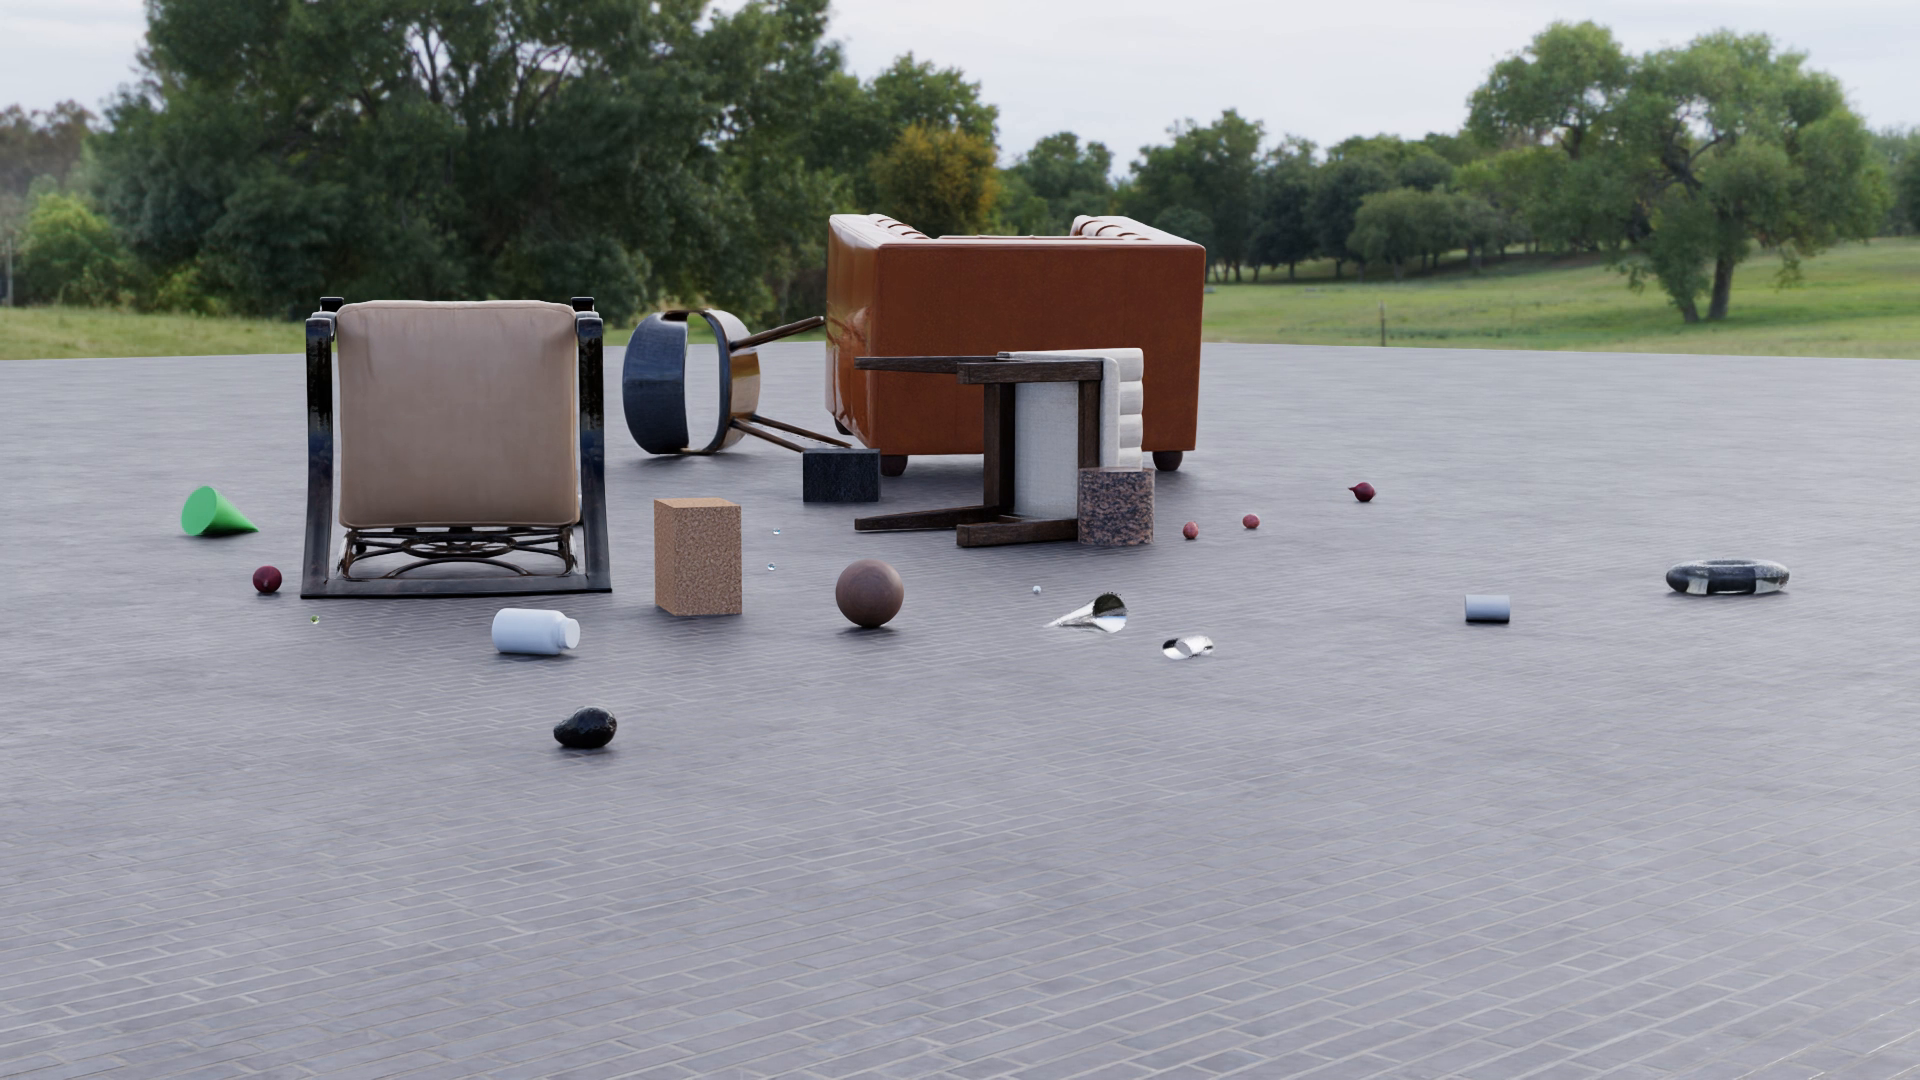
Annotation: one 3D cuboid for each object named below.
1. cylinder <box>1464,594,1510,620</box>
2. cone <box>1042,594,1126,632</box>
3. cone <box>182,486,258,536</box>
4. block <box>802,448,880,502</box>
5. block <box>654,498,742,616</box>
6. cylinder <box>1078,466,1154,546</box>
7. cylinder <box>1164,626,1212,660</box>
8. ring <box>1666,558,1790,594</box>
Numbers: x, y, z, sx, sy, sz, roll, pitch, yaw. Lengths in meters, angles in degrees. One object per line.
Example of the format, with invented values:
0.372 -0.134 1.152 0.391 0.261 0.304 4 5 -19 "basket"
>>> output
1.011 0.130 4.923 0.081 0.047 0.108 1 8 9 "cylinder"
0.216 0.150 4.785 0.146 0.073 0.134 -13 -4 31 "cone"
-1.872 -0.048 6.574 0.174 0.131 0.197 23 -12 -38 "cone"
-0.348 -0.193 7.586 0.220 0.142 0.197 0 6 1 "block"
-0.520 0.031 5.085 0.132 0.211 0.203 -2 6 -18 "block"
0.387 -0.085 6.357 0.190 0.181 0.178 0 6 -4 "cylinder"
0.395 0.186 4.442 0.058 0.034 0.073 19 37 17 "cylinder"
1.608 0.077 5.371 0.270 0.062 0.144 -2 7 -10 "ring"
